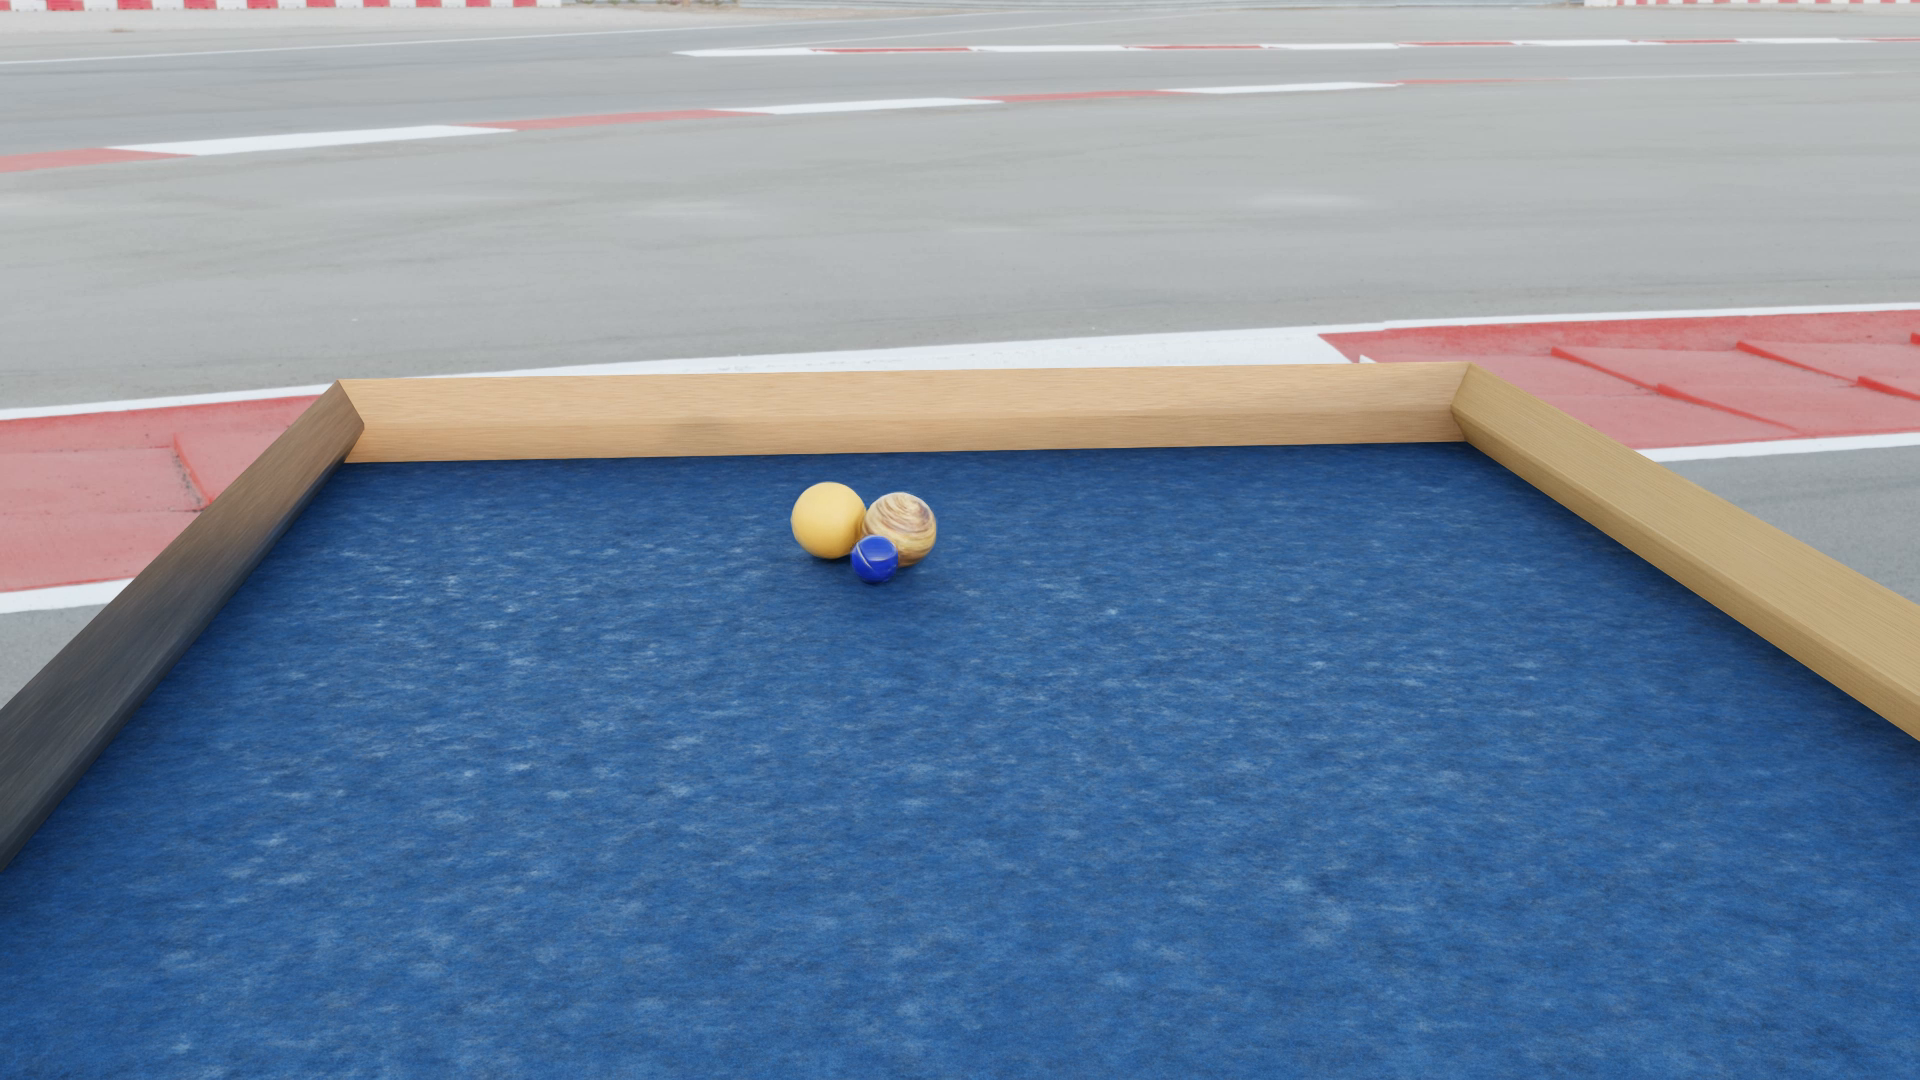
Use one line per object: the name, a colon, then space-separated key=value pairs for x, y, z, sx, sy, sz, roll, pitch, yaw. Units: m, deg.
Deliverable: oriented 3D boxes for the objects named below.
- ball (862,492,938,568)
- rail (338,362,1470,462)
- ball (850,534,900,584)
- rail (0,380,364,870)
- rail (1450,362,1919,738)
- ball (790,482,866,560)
ball: x=-0.077 y=-0.012 z=2.802 sx=0.096 sy=0.096 sz=0.096 roll=0 pitch=15 yaw=0
rail: x=-0.065 y=-0.198 z=3.449 sx=1.788 sy=0.129 sz=0.045 roll=-1 pitch=15 yaw=-5
ball: x=-0.106 y=0.024 z=2.735 sx=0.060 sy=0.060 sz=0.060 roll=0 pitch=15 yaw=0
rail: x=-0.799 y=0.191 z=1.946 sx=0.045 sy=0.129 sz=3.008 roll=-1 pitch=15 yaw=-5
rail: x=0.934 y=0.152 z=2.098 sx=0.045 sy=0.129 sz=3.008 roll=-1 pitch=15 yaw=-5
ball: x=-0.169 y=-0.025 z=2.844 sx=0.099 sy=0.099 sz=0.099 roll=0 pitch=15 yaw=0
